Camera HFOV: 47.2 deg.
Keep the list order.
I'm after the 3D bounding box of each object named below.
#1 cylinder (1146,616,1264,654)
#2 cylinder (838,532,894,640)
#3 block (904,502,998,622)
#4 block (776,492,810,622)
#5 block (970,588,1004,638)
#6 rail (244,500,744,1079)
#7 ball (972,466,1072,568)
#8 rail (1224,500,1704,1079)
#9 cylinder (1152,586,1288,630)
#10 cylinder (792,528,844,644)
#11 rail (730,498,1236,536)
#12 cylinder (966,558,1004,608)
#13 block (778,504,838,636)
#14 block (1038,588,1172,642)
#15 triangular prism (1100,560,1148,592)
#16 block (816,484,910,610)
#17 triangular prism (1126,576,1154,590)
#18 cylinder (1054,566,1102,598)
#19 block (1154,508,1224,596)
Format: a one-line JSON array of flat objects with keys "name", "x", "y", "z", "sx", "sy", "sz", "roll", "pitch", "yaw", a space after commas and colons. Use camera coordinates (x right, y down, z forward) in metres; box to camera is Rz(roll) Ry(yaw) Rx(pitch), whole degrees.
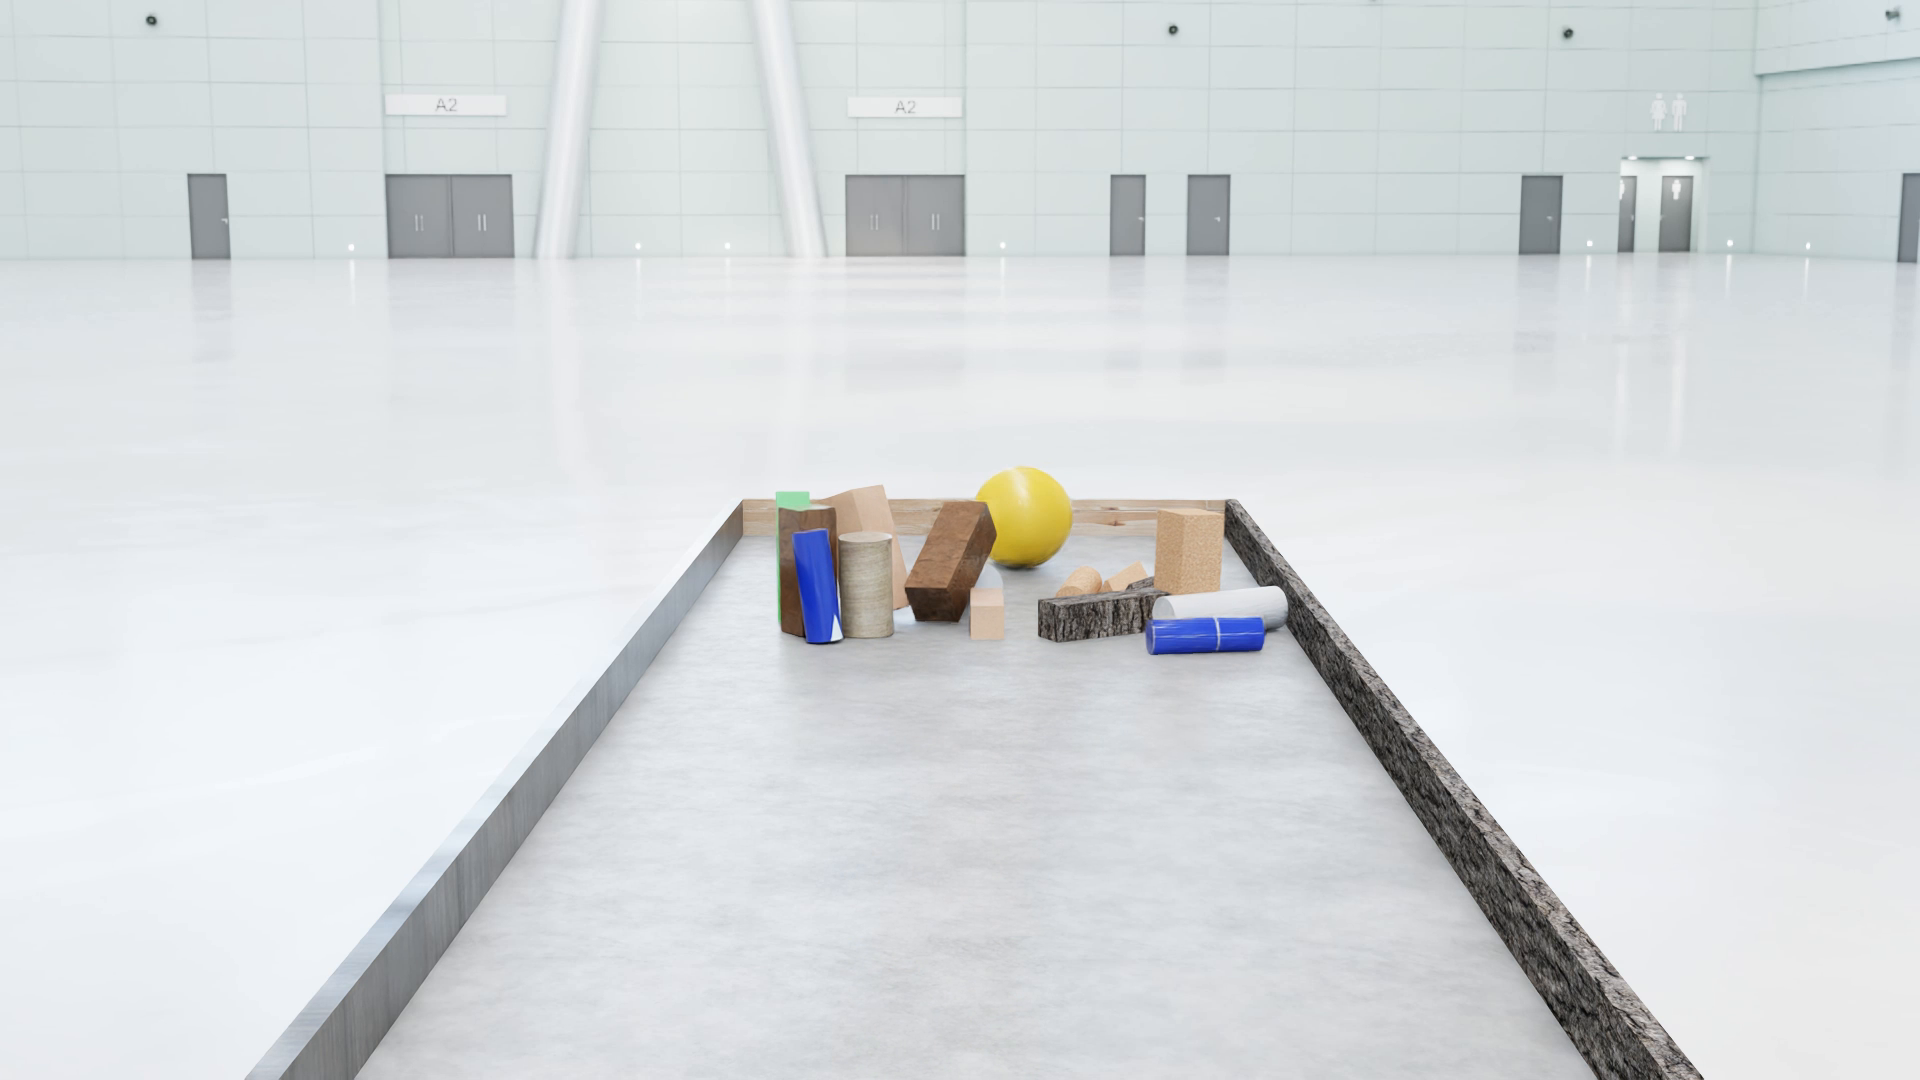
[{"name": "cylinder", "x": 0.759, "y": 0.294, "z": 6.816, "sx": 0.351, "sy": 0.107, "sz": 0.107, "roll": -2, "pitch": 9, "yaw": -10}, {"name": "cylinder", "x": -0.302, "y": 0.144, "z": 7.065, "sx": 0.173, "sy": 0.315, "sz": 0.173, "roll": -1, "pitch": 12, "yaw": 0}, {"name": "block", "x": -0.028, "y": 0.070, "z": 7.380, "sx": 0.155, "sy": 0.155, "sz": 0.432, "roll": 1, "pitch": 42, "yaw": 23}, {"name": "block", "x": -0.549, "y": 0.056, "z": 7.252, "sx": 0.108, "sy": 0.428, "sz": 0.108, "roll": -1, "pitch": -1, "yaw": -6}, {"name": "block", "x": 0.087, "y": 0.238, "z": 7.166, "sx": 0.107, "sy": 0.107, "sz": 0.318, "roll": 0, "pitch": 9, "yaw": 0}, {"name": "rail", "x": -1.004, "y": 0.839, "z": 3.234, "sx": 0.050, "sy": 0.150, "sz": 12.000, "roll": 0, "pitch": 9, "yaw": 1}, {"name": "ball", "x": 0.233, "y": -0.086, "z": 8.317, "sx": 0.388, "sy": 0.388, "sz": 0.388, "roll": 0, "pitch": 9, "yaw": 0}, {"name": "rail", "x": 1.046, "y": 0.843, "z": 3.208, "sx": 0.050, "sy": 0.150, "sz": 12.000, "roll": 0, "pitch": 9, "yaw": 1}, {"name": "cylinder", "x": 0.839, "y": 0.235, "z": 7.079, "sx": 0.429, "sy": 0.140, "sz": 0.140, "roll": -4, "pitch": 10, "yaw": -26}, {"name": "cylinder", "x": -0.451, "y": 0.143, "z": 6.950, "sx": 0.117, "sy": 0.348, "sz": 0.117, "roll": -8, "pitch": 6, "yaw": 1}, {"name": "rail", "x": 0.099, "y": -0.098, "z": 9.147, "sx": 2.100, "sy": 0.150, "sz": 0.050, "roll": 0, "pitch": 9, "yaw": 1}, {"name": "cylinder", "x": 0.050, "y": 0.134, "z": 7.635, "sx": 0.165, "sy": 0.165, "sz": 0.321, "roll": -1, "pitch": 9, "yaw": -5}, {"name": "block", "x": -0.489, "y": 0.096, "z": 7.093, "sx": 0.135, "sy": 0.406, "sz": 0.135, "roll": -6, "pitch": 9, "yaw": -34}, {"name": "block", "x": 0.469, "y": 0.241, "z": 7.104, "sx": 0.434, "sy": 0.121, "sz": 0.121, "roll": -5, "pitch": 10, "yaw": -29}, {"name": "triangular prism", "x": 0.567, "y": 0.158, "z": 7.649, "sx": 0.125, "sy": 0.108, "sz": 0.434, "roll": 3, "pitch": 10, "yaw": 19}, {"name": "block", "x": -0.312, "y": 0.043, "z": 7.314, "sx": 0.162, "sy": 0.416, "sz": 0.162, "roll": -18, "pitch": -4, "yaw": 38}, {"name": "triangular prism", "x": 0.658, "y": 0.181, "z": 7.454, "sx": 0.142, "sy": 0.123, "sz": 0.373, "roll": 5, "pitch": 10, "yaw": 30}, {"name": "cylinder", "x": 0.405, "y": 0.179, "z": 7.506, "sx": 0.117, "sy": 0.117, "sz": 0.397, "roll": 2, "pitch": 9, "yaw": 10}, {"name": "block", "x": 0.749, "y": 0.091, "z": 7.228, "sx": 0.156, "sy": 0.370, "sz": 0.156, "roll": -1, "pitch": 9, "yaw": -29}]
